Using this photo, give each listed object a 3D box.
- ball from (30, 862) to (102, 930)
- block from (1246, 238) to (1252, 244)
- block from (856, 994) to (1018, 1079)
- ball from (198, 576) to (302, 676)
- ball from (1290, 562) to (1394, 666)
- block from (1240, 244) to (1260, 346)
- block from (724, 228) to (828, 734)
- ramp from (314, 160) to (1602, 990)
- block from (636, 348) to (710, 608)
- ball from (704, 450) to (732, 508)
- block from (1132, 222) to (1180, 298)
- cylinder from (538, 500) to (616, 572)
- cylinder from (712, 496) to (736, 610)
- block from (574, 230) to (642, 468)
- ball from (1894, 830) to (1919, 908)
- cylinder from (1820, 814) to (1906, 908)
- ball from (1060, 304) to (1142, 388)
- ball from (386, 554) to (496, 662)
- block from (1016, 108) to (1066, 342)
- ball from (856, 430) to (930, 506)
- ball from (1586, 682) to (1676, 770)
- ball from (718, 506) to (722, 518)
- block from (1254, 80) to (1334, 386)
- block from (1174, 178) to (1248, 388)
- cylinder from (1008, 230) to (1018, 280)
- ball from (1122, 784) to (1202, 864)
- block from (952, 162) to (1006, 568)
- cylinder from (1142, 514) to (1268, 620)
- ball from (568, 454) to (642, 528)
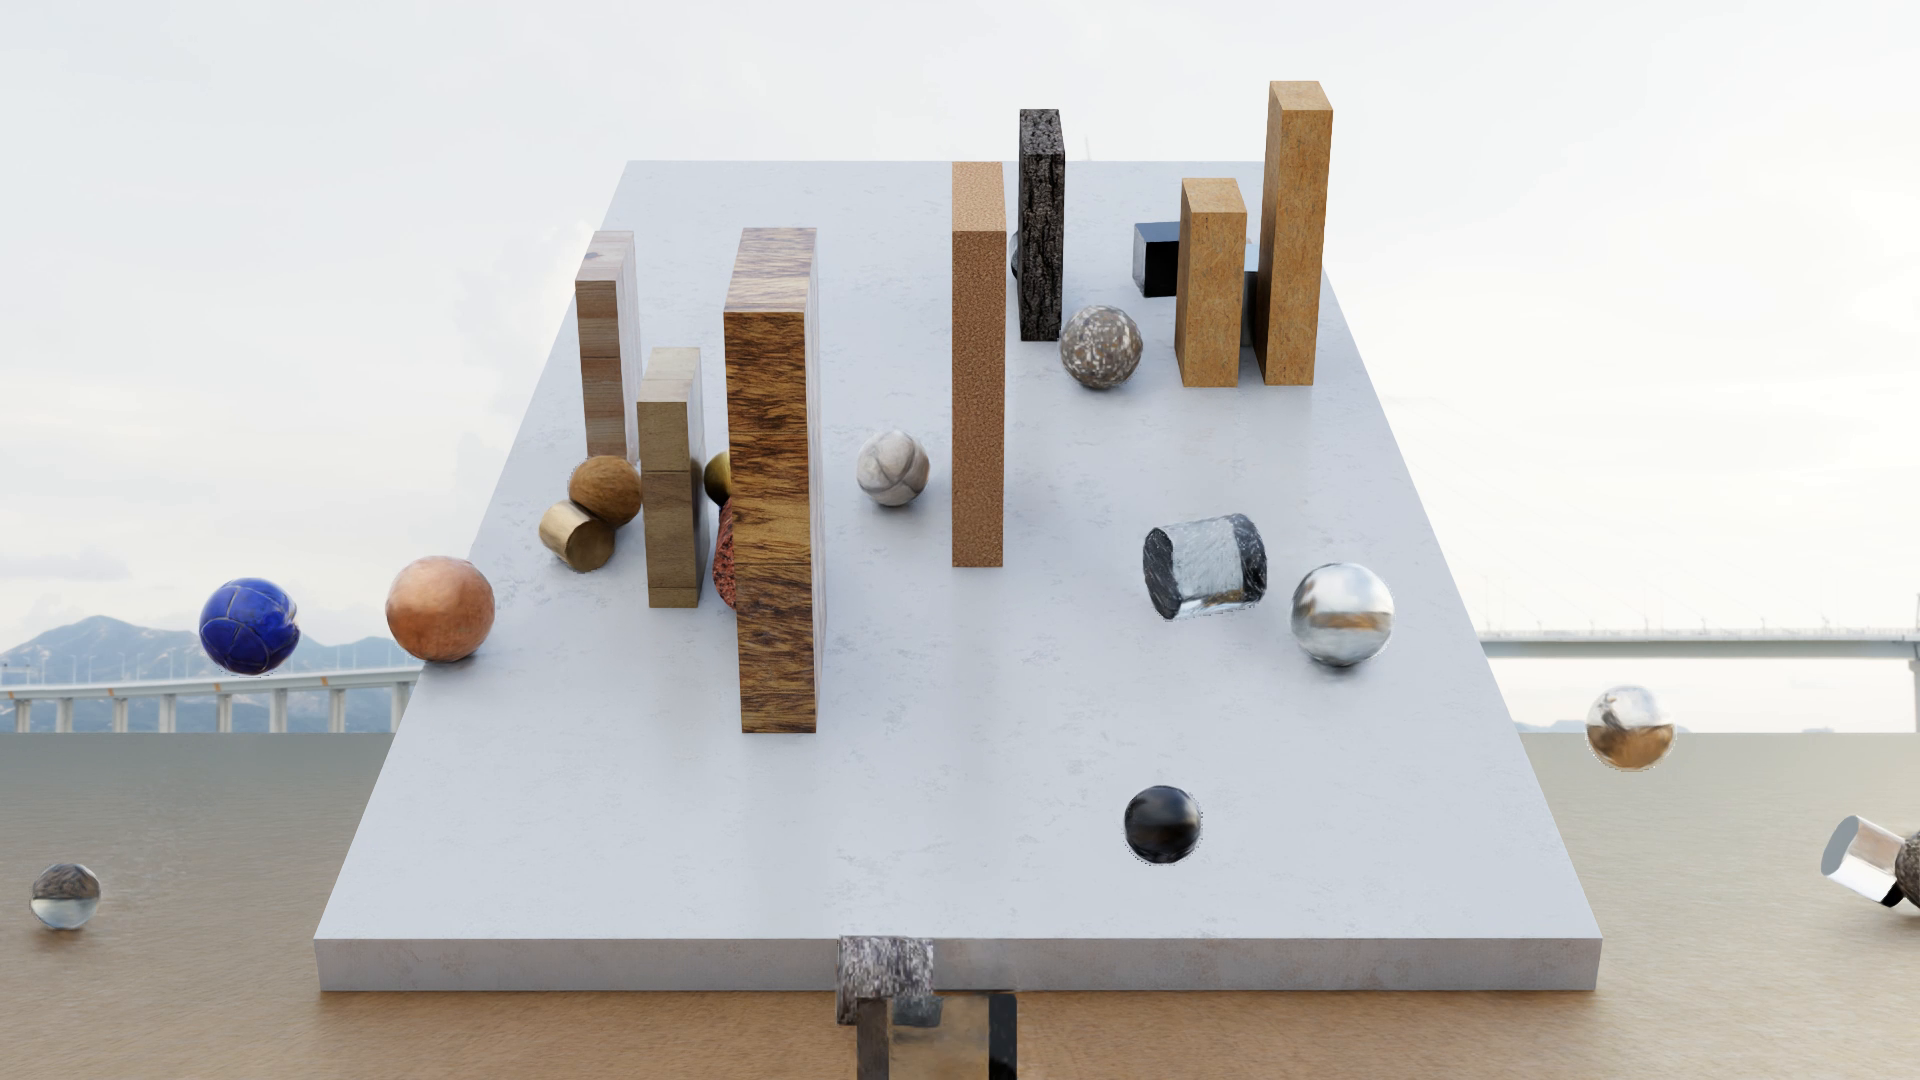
[{"bbox_3d":[-1.829,0.728,4.833,0.136,0.136,0.136,0,-5,0],"label":"ball"},{"bbox_3d":[0.673,-0.676,6.090,0.159,0.159,0.159,0,26,0],"label":"block"},{"bbox_3d":[-0.025,0.532,2.415,0.130,0.130,0.130,3,-12,-18],"label":"block"},{"bbox_3d":[-1.492,0.181,4.968,0.208,0.208,0.208,0,-5,0],"label":"ball"},{"bbox_3d":[0.713,0.138,4.415,0.194,0.194,0.194,0,-5,0],"label":"ball"},{"bbox_3d":[0.725,-0.614,5.920,0.200,0.200,0.200,0,26,0],"label":"block"},{"bbox_3d":[-0.323,-0.108,4.223,0.132,0.800,0.423,0,26,0],"label":"block"},{"bbox_3d":[-0.010,-0.228,5.476,2.000,0.100,4.000,0,26,0],"label":"ramp"},{"bbox_3d":[-0.562,-0.125,4.660,0.095,0.439,0.276,0,26,0],"label":"block"},{"bbox_3d":[-0.453,-0.122,4.750,0.124,0.124,0.124,0,-5,0],"label":"ball"},{"bbox_3d":[0.547,-0.740,6.226,0.153,0.153,0.153,-3,27,-7],"label":"block"},{"bbox_3d":[-0.776,-0.009,4.792,0.114,0.114,0.114,4,18,-41],"label":"cylinder"},{"bbox_3d":[-0.375,0.017,4.637,0.207,0.207,0.207,0,26,-2],"label":"cylinder"},{"bbox_3d":[-0.759,-0.393,5.151,0.085,0.482,0.315,0,26,0],"label":"block"},{"bbox_3d":[2.156,0.726,5.185,0.195,0.195,0.195,0,-5,0],"label":"ball"},{"bbox_3d":[2.089,0.736,5.420,0.157,0.157,0.157,26,-4,2],"label":"cylinder"},{"bbox_3d":[0.334,-0.460,5.611,0.197,0.197,0.197,0,-5,0],"label":"ball"},{"bbox_3d":[-0.970,0.128,4.416,0.202,0.202,0.202,0,-5,0],"label":"ball"},{"bbox_3d":[0.202,-0.799,5.971,0.101,0.483,0.390,0,26,0],"label":"block"},{"bbox_3d":[-0.143,-0.154,5.034,0.161,0.161,0.161,0,-5,0],"label":"ball"},{"bbox_3d":[1.498,0.416,5.278,0.193,0.193,0.193,0,-5,0],"label":"ball"},{"bbox_3d":[-0.425,-0.065,4.870,0.147,0.147,0.147,0,-5,0],"label":"ball"},{"bbox_3d":[0.788,-0.727,5.615,0.115,0.675,0.247,0,26,0],"label":"block"},{"bbox_3d":[0.598,-0.618,5.661,0.128,0.437,0.260,0,26,0],"label":"block"},{"bbox_3d":[0.196,-0.756,6.283,0.128,0.128,0.128,0,26,-2],"label":"cylinder"},{"bbox_3d":[0.329,0.462,3.835,0.128,0.128,0.128,0,-5,0],"label":"ball"},{"bbox_3d":[0.035,-0.362,4.831,0.103,0.715,0.435,0,26,0],"label":"block"},{"bbox_3d":[0.476,0.051,4.601,0.180,0.180,0.180,-9,-1,-19],"label":"cylinder"},{"bbox_3d":[-0.738,-0.100,4.928,0.156,0.156,0.156,0,-5,0],"label":"ball"}]
